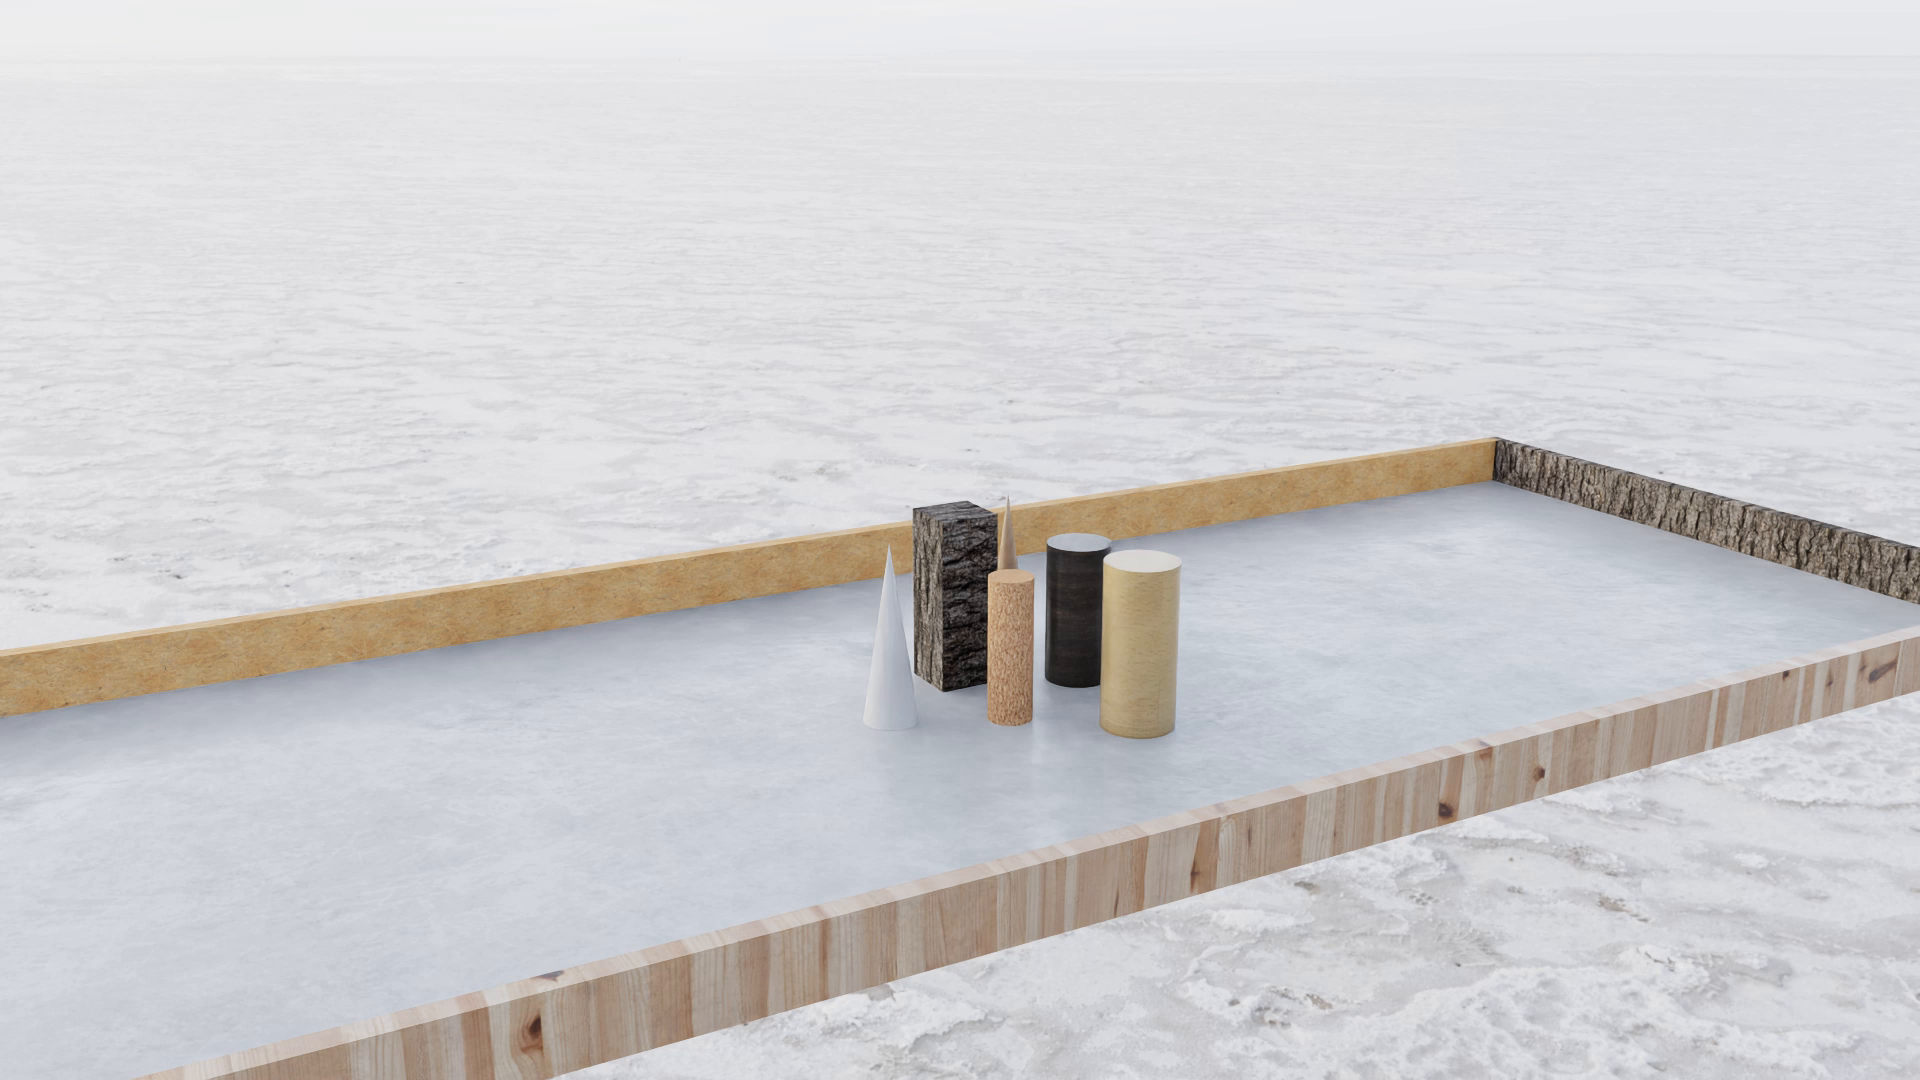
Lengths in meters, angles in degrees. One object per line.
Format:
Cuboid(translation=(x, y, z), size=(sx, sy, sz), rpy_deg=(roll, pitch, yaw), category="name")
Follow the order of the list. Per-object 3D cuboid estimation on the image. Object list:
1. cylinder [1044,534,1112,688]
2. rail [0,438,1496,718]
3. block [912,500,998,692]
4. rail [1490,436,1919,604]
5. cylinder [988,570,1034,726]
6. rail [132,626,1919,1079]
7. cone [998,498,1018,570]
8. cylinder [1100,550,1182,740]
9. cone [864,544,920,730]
Cuboid(translation=(0.296, 0.175, 4.130), size=(0.163, 0.354, 0.163), rpy_deg=(0, 16, 0), category="cylinder")
Cuboid(translation=(-3.305, 0.497, 3.399), size=(12.000, 0.150, 0.050), rpy_deg=(-9, 18, -27), category="rail")
Cuboid(translation=(-0.013, 0.139, 4.112), size=(0.154, 0.435, 0.154), rpy_deg=(-9, 19, -28), category="block")
Cuboid(translation=(2.466, -0.048, 5.253), size=(0.050, 0.150, 2.100), rpy_deg=(-9, 18, -27), category="rail")
Cuboid(translation=(0.119, 0.253, 3.871), size=(0.108, 0.352, 0.108), rpy_deg=(0, 16, 0), category="cylinder")
Cuboid(translation=(-2.336, 1.006, 1.665), size=(12.000, 0.150, 0.050), rpy_deg=(-9, 18, -27), category="rail")
Cuboid(translation=(0.125, 0.078, 4.339), size=(0.115, 0.422, 0.115), rpy_deg=(0, 16, 0), category="cone")
Cuboid(translation=(0.416, 0.240, 3.824), size=(0.178, 0.402, 0.178), rpy_deg=(0, 16, 0), category="cylinder")
Cuboid(translation=(-0.163, 0.216, 3.847), size=(0.134, 0.435, 0.134), rpy_deg=(0, 16, 0), category="cone")
